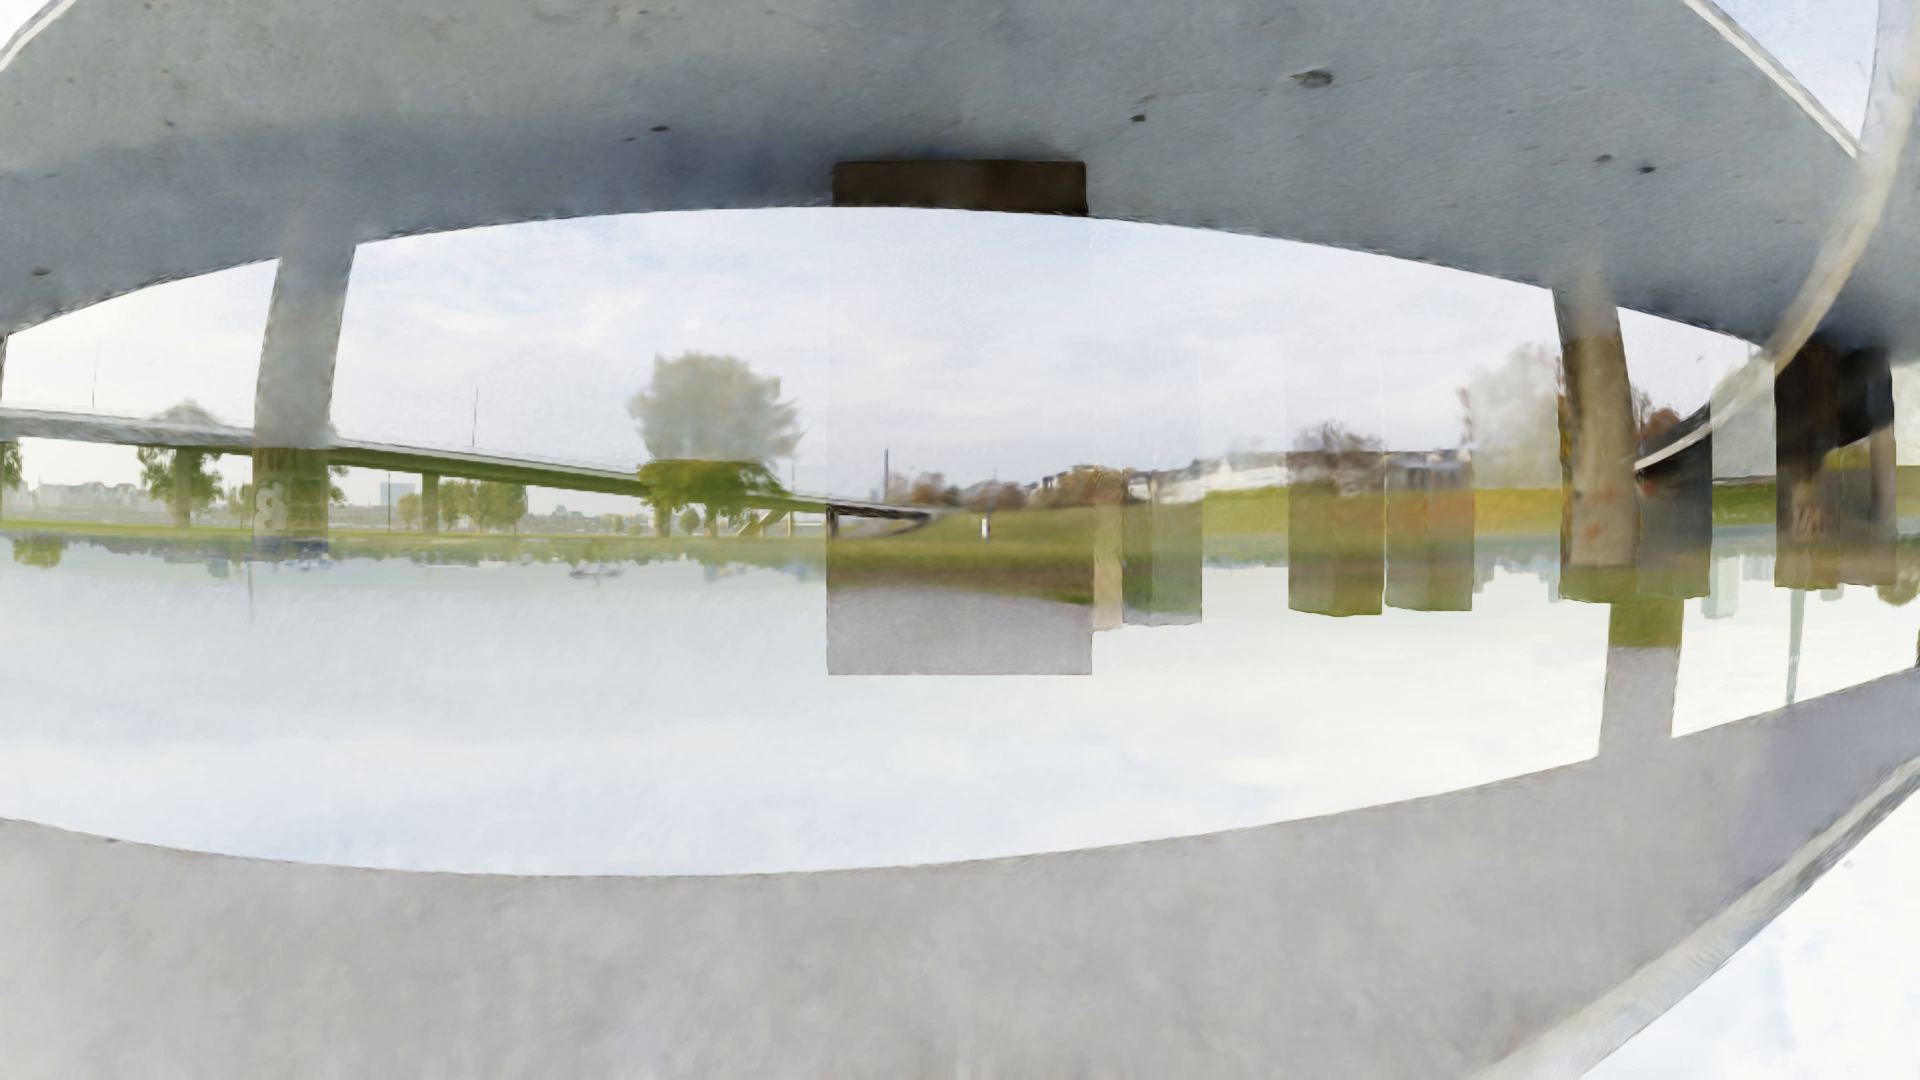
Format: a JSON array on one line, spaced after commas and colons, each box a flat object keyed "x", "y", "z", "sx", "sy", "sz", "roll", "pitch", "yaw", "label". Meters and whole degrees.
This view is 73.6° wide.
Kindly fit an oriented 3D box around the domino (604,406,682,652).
[{"x": -0.067, "y": -0.003, "z": 0.274, "sx": 0.009, "sy": 0.050, "sz": 0.025, "roll": 0, "pitch": 4, "yaw": 1, "label": "domino"}]

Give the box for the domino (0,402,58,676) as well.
[{"x": -0.181, "y": -0.001, "z": 0.244, "sx": 0.009, "sy": 0.050, "sz": 0.025, "roll": -2, "pitch": 5, "yaw": -26, "label": "domino"}]

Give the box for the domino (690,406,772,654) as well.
[{"x": -0.048, "y": -0.003, "z": 0.272, "sx": 0.009, "sy": 0.050, "sz": 0.025, "roll": 1, "pitch": 4, "yaw": 10, "label": "domino"}]

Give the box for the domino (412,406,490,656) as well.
[{"x": -0.107, "y": -0.003, "z": 0.270, "sx": 0.009, "sy": 0.050, "sz": 0.025, "roll": -1, "pitch": 4, "yaw": -11, "label": "domino"}]

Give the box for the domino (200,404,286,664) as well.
[{"x": -0.145, "y": -0.002, "z": 0.260, "sx": 0.010, "sy": 0.050, "sz": 0.025, "roll": -2, "pitch": 5, "yaw": -20, "label": "domino"}]

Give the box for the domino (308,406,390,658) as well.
[{"x": -0.126, "y": -0.002, "z": 0.265, "sx": 0.009, "sy": 0.050, "sz": 0.025, "roll": -1, "pitch": 4, "yaw": -15, "label": "domino"}]

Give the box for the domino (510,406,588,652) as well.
[{"x": -0.087, "y": -0.003, "z": 0.273, "sx": 0.009, "sy": 0.050, "sz": 0.025, "roll": 0, "pitch": 4, "yaw": -6, "label": "domino"}]

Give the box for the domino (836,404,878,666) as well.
[{"x": -0.012, "y": -0.002, "z": 0.256, "sx": 0.010, "sy": 0.050, "sz": 0.025, "roll": 4, "pitch": 6, "yaw": 43, "label": "domino"}]

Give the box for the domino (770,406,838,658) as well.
[{"x": -0.029, "y": -0.002, "z": 0.267, "sx": 0.010, "sy": 0.050, "sz": 0.025, "roll": 2, "pitch": 5, "yaw": 23, "label": "domino"}]

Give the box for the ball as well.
[{"x": 0.000, "y": -0.002, "z": 0.056, "sx": 0.080, "sy": 0.080, "sz": 0.080, "roll": 0, "pitch": 4, "yaw": 0, "label": "ball"}]

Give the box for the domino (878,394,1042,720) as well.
[{"x": 0.000, "y": 0.002, "z": 0.201, "sx": 0.025, "sy": 0.050, "sz": 0.010, "roll": 0, "pitch": 4, "yaw": 0, "label": "domino"}]

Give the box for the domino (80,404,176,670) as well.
[{"x": -0.163, "y": -0.001, "z": 0.252, "sx": 0.009, "sy": 0.050, "sz": 0.025, "roll": -2, "pitch": 5, "yaw": -23, "label": "domino"}]
